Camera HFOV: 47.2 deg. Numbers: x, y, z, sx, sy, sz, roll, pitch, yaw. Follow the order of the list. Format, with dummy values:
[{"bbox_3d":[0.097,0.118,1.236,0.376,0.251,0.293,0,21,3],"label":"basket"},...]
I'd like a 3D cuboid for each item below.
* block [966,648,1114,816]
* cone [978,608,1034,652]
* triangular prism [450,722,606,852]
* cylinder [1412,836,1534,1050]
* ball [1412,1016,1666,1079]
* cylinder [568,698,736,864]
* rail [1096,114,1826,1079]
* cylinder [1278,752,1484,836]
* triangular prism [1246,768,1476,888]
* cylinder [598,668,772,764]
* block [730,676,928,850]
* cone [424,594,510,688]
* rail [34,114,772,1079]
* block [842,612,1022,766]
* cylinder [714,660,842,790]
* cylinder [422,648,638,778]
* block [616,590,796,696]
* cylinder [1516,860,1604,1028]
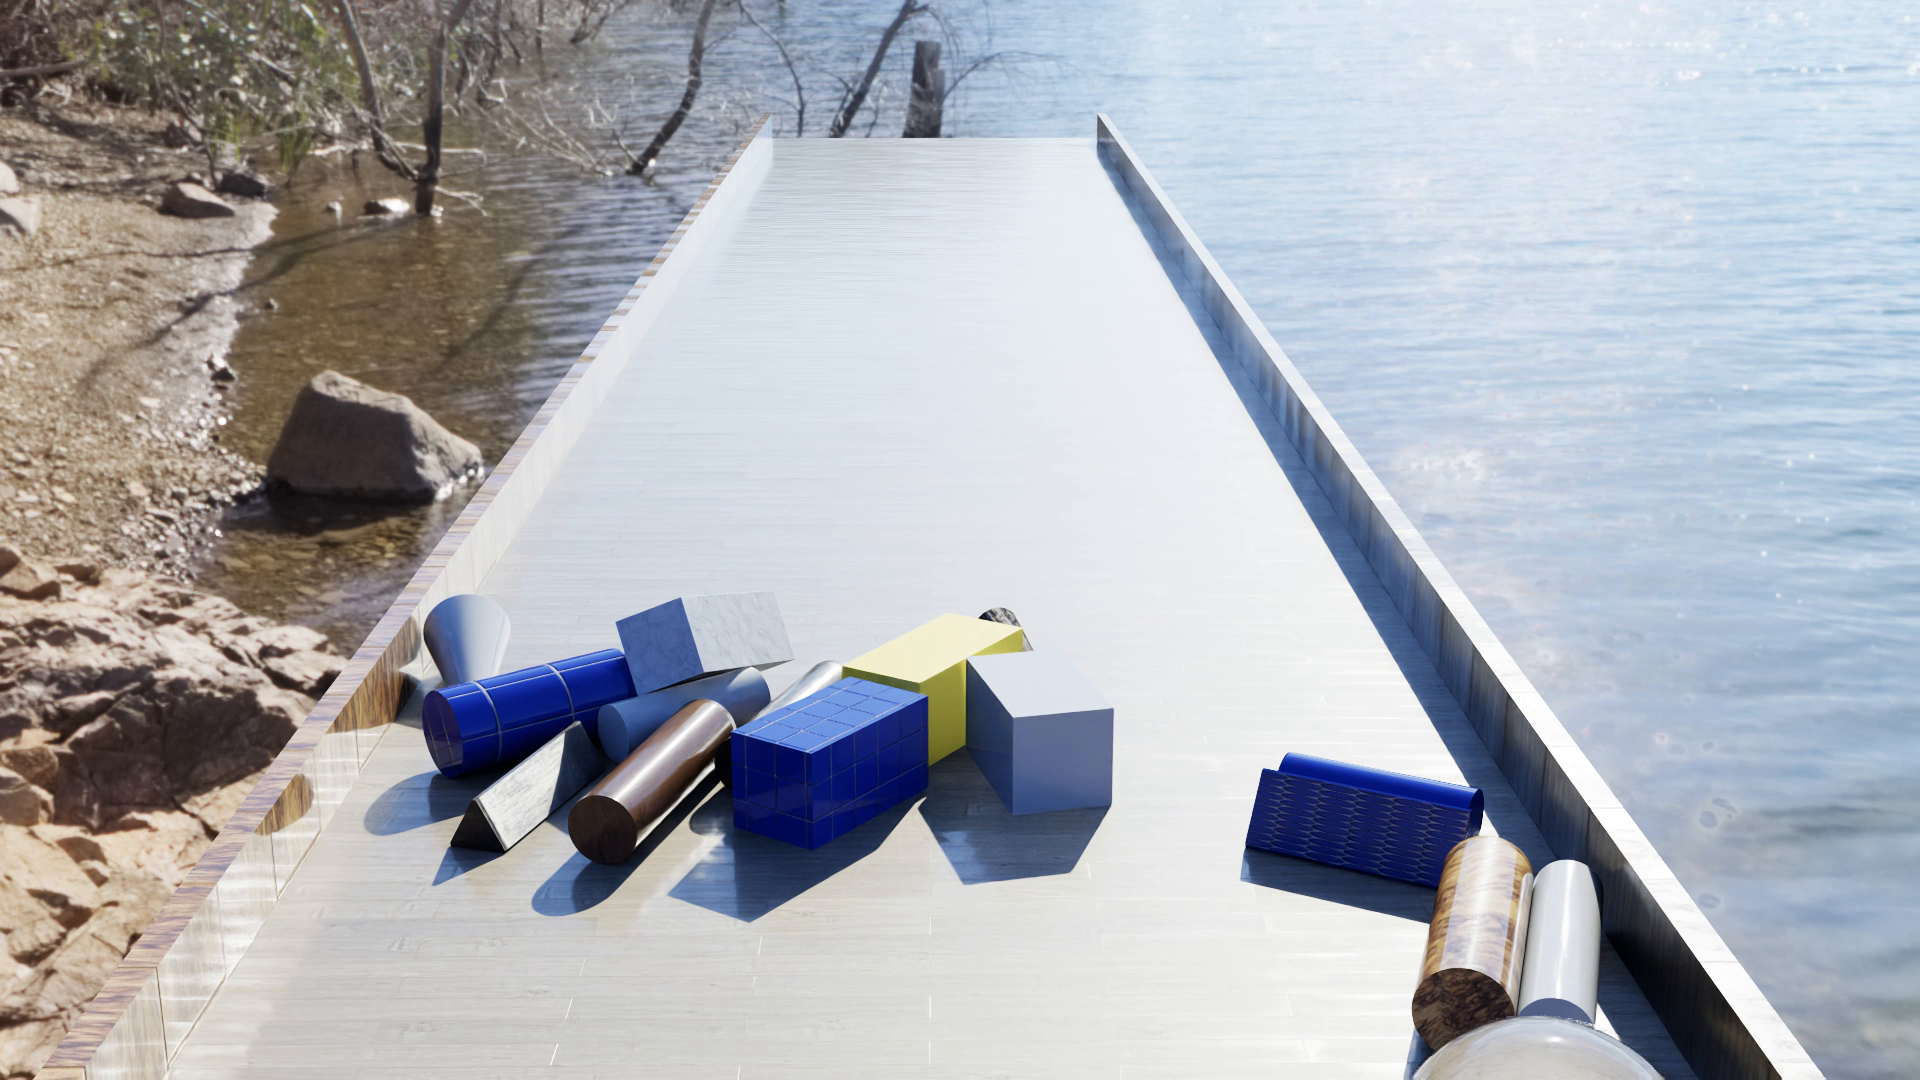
[{"bbox_3d":[0.134,0.328,3.816,0.175,0.175,0.308,-4,17,-14],"label":"block"},{"bbox_3d":[0.132,0.245,4.312,0.103,0.103,0.303,-7,28,-24],"label":"cone"},{"bbox_3d":[-0.724,0.407,3.700,0.099,0.086,0.364,5,17,17],"label":"triangular prism"},{"bbox_3d":[0.726,0.564,3.094,0.134,0.134,0.437,5,17,16],"label":"cylinder"},{"bbox_3d":[0.624,0.680,2.353,0.334,0.334,0.334,0,17,0],"label":"ball"},{"bbox_3d":[-0.507,0.398,3.681,0.119,0.119,0.443,4,17,14],"label":"cylinder"},{"bbox_3d":[0.932,-0.844,7.801,0.050,0.150,12.000,0,17,-1],"label":"rail"},{"bbox_3d":[0.684,0.429,3.599,0.321,0.107,0.107,9,19,28],"label":"cylinder"},{"bbox_3d":[0.643,0.449,3.508,0.346,0.113,0.130,9,19,28],"label":"triangular prism"},{"bbox_3d":[-0.496,0.315,3.978,0.303,0.107,0.107,-13,21,-38],"label":"cylinder"},{"bbox_3d":[-0.214,0.369,3.689,0.168,0.168,0.318,11,20,33],"label":"block"},{"bbox_3d":[-0.924,0.275,4.156,0.169,0.169,0.407,-4,29,-13],"label":"cone"},{"bbox_3d":[-1.118,-0.838,7.780,0.050,0.150,12.000,0,17,-1],"label":"rail"},{"bbox_3d":[-0.046,0.272,4.020,0.165,0.165,0.350,10,19,31],"label":"block"},{"bbox_3d":[-0.303,0.331,3.925,0.108,0.108,0.406,6,17,18],"label":"cylinder"},{"bbox_3d":[-0.760,0.306,3.926,0.358,0.156,0.156,-13,21,-37],"label":"cylinder"},{"bbox_3d":[-0.470,0.189,4.104,0.141,0.141,0.376,-20,-7,20],"label":"block"},{"bbox_3d":[0.843,0.585,3.080,0.103,0.103,0.443,5,17,16],"label":"cylinder"}]
